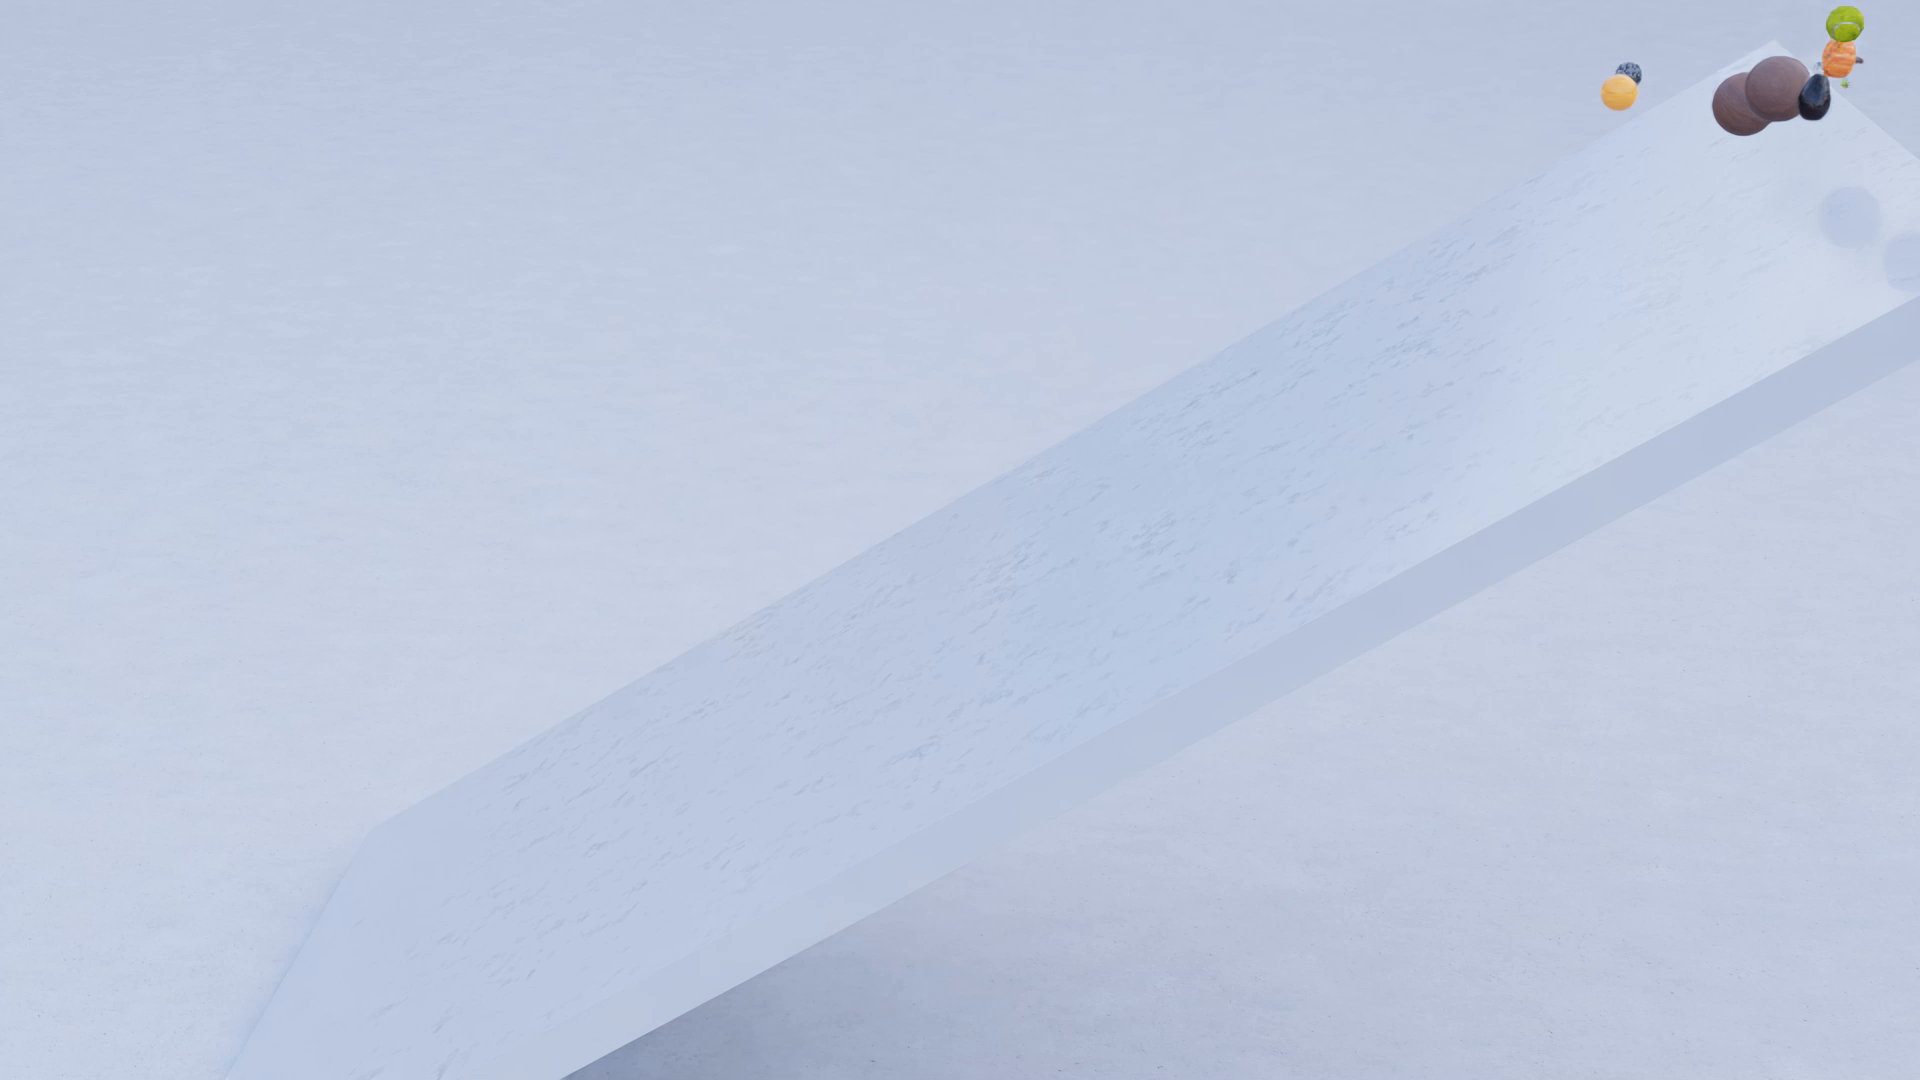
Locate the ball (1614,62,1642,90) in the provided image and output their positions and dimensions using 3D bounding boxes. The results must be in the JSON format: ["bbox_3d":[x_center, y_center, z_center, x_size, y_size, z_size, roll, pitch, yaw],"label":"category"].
[{"bbox_3d":[1.349,-0.937,5.932,0.054,0.054,0.054,0,19,0],"label":"ball"}]

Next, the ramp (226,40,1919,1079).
[{"bbox_3d":[0.141,0.169,6.288,4.000,0.100,2.000,-29,15,13],"label":"ramp"}]
